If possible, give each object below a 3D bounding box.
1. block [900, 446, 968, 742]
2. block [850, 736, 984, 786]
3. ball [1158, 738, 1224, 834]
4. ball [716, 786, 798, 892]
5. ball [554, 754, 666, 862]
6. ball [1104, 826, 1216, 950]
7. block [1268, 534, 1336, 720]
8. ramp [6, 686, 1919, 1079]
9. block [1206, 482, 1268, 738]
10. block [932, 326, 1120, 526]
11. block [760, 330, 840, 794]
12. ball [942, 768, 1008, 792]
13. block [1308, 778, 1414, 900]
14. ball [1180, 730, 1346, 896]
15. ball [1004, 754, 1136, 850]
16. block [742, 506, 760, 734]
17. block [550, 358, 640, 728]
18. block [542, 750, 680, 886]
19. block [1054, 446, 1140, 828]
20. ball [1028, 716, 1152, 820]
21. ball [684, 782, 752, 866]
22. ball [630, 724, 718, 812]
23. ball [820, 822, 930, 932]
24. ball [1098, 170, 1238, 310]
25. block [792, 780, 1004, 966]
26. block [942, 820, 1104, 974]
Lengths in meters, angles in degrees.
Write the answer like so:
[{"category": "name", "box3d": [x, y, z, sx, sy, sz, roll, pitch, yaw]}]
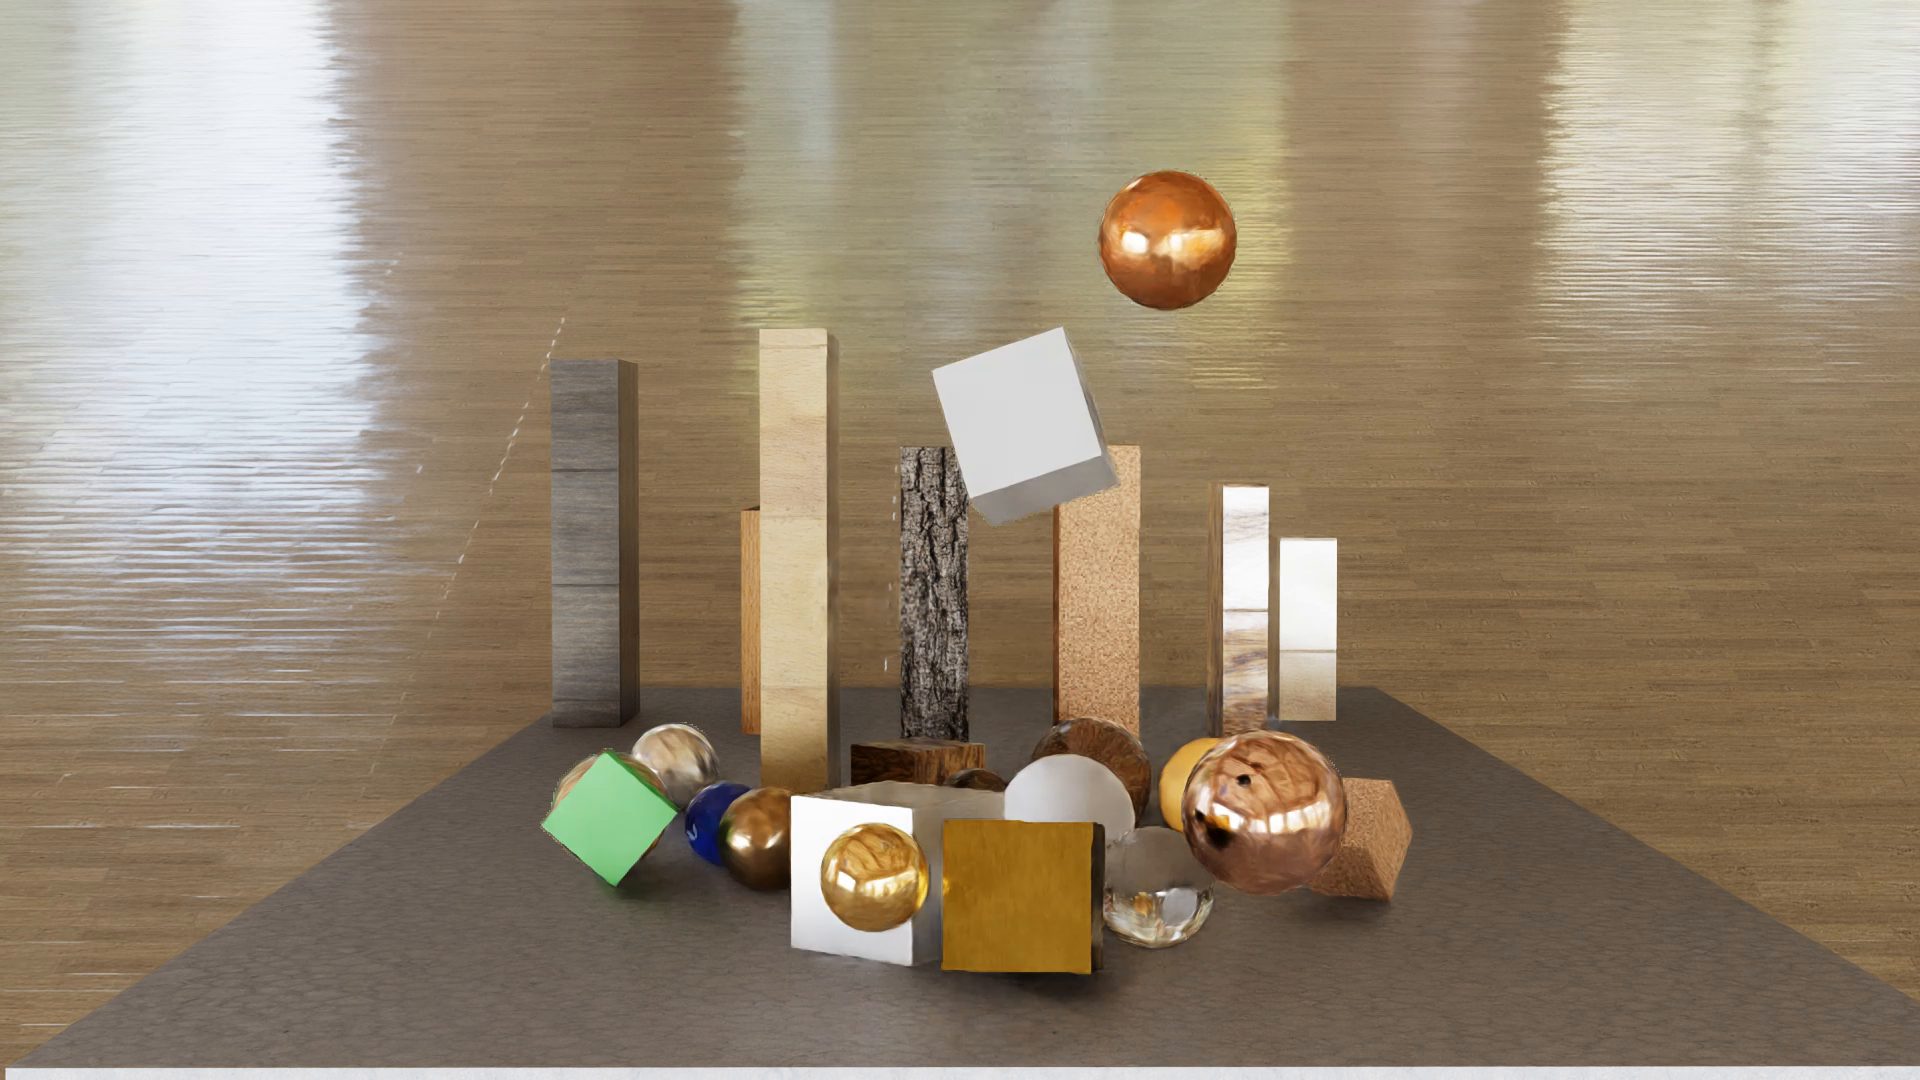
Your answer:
[{"category": "block", "box3d": [-0.045, 0.135, 4.719, 0.121, 0.611, 0.257, 0, 2, 0]}, {"category": "block", "box3d": [-0.066, 0.392, 4.019, 0.148, 0.148, 0.148, -2, 3, -43]}, {"category": "ball", "box3d": [0.387, 0.385, 3.920, 0.170, 0.170, 0.170, 0, 24, 0]}, {"category": "ball", "box3d": [-0.262, 0.412, 3.541, 0.145, 0.145, 0.145, 0, 24, 0]}, {"category": "ball", "box3d": [-0.507, 0.394, 3.744, 0.166, 0.166, 0.166, 0, 24, 0]}, {"category": "ball", "box3d": [0.236, 0.424, 3.143, 0.149, 0.149, 0.149, 0, 24, 0]}, {"category": "block", "box3d": [0.773, 0.194, 5.860, 0.125, 0.407, 0.273, 0, 2, 0]}, {"category": "ramp", "box3d": [0.055, 0.497, 4.545, 2.000, 0.100, 4.000, 0, 2, 0]}, {"category": "block", "box3d": [0.574, 0.149, 5.341, 0.089, 0.535, 0.331, 0, 2, 0]}, {"category": "block", "box3d": [0.071, -0.118, 2.720, 0.143, 0.143, 0.143, -18, -14, 7]}, {"category": "block", "box3d": [-0.245, 0.075, 3.998, 0.097, 0.784, 0.425, 0, 2, 0]}, {"category": "ball", "box3d": [0.023, 0.408, 3.917, 0.122, 0.122, 0.122, 0, 24, 0]}, {"category": "block", "box3d": [0.532, 0.404, 3.502, 0.114, 0.114, 0.114, 1, 47, 32]}, {"category": "ball", "box3d": [0.362, 0.324, 3.073, 0.197, 0.197, 0.197, 0, 24, 0]}, {"category": "ball", "box3d": [0.146, 0.389, 3.543, 0.190, 0.190, 0.190, 0, 24, 0]}, {"category": "block", "box3d": [-0.423, 0.167, 5.676, 0.080, 0.475, 0.432, 0, 2, 0]}, {"category": "block", "box3d": [-0.812, 0.002, 5.754, 0.146, 0.800, 0.354, 0, 2, 0]}, {"category": "block", "box3d": [-0.483, 0.384, 3.573, 0.131, 0.131, 0.131, 40, -6, -1]}, {"category": "block", "box3d": [0.221, 0.152, 4.211, 0.126, 0.614, 0.282, 0, 2, 0]}, {"category": "ball", "box3d": [0.200, 0.370, 3.981, 0.194, 0.194, 0.194, 0, 24, 0]}, {"category": "ball", "box3d": [-0.339, 0.414, 3.756, 0.124, 0.124, 0.124, 0, 24, 0]}, {"category": "ball", "box3d": [-0.480, 0.381, 4.303, 0.150, 0.150, 0.150, 0, 24, 0]}, {"category": "ball", "box3d": [-0.094, 0.368, 2.814, 0.120, 0.120, 0.120, 0, 24, 0]}, {"category": "ball", "box3d": [0.229, -0.330, 2.840, 0.153, 0.153, 0.153, 0, 24, 0]}, {"category": "block", "box3d": [-0.075, 0.405, 3.161, 0.186, 0.186, 0.186, 2, 3, 37]}, {"category": "block", "box3d": [0.075, 0.408, 2.949, 0.167, 0.167, 0.167, 0, -8, 8]}]
